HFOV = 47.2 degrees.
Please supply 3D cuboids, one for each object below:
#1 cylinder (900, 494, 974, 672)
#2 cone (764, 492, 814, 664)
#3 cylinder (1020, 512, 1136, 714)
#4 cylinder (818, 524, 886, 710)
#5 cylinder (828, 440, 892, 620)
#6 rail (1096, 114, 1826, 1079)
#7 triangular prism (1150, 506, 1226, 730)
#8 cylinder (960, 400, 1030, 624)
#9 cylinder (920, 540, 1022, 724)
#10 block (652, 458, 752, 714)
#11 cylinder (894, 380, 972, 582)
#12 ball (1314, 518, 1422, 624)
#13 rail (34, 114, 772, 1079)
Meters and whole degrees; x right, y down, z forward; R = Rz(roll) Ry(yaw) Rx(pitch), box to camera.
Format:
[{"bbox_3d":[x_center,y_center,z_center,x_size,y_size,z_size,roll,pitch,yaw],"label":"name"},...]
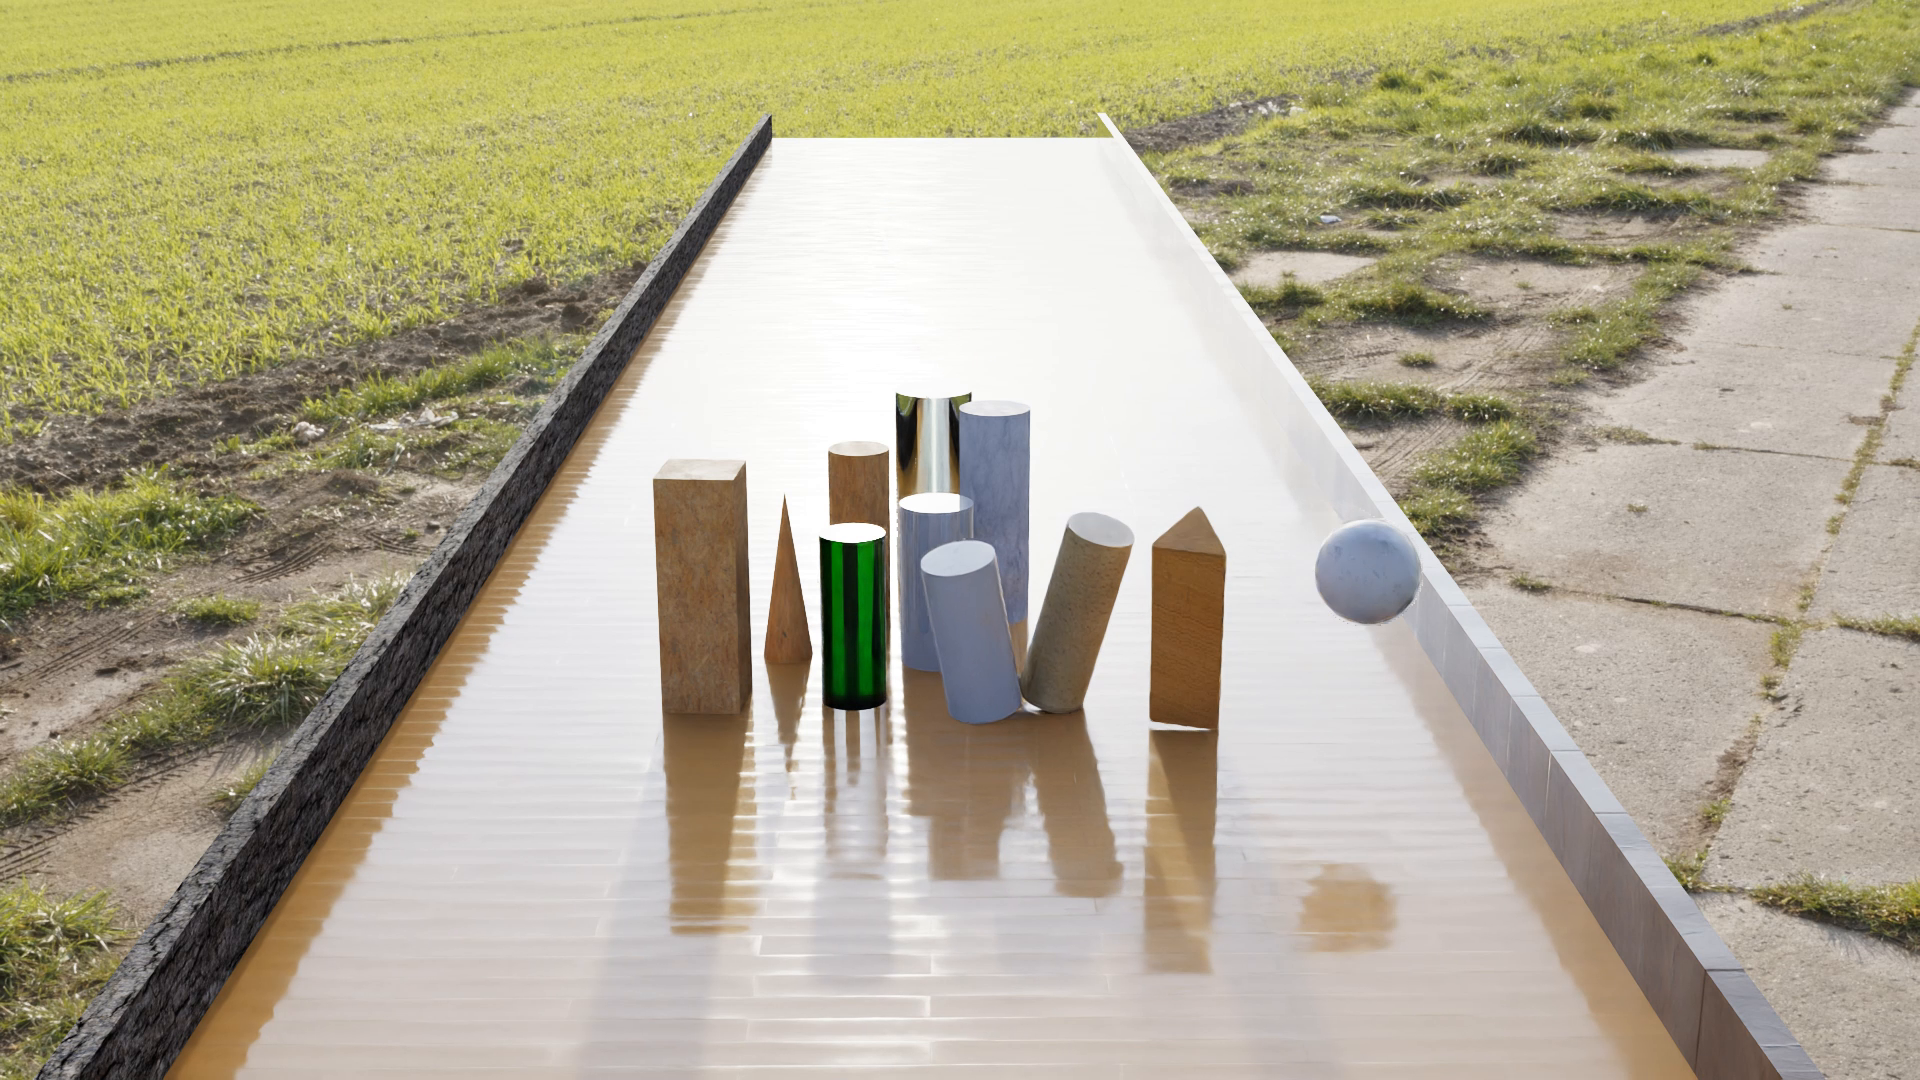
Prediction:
[{"bbox_3d":[-0.046,0.083,4.375,0.146,0.326,0.146,0,17,0],"label":"cylinder"},{"bbox_3d":[-0.347,0.066,4.398,0.101,0.346,0.101,0,17,0],"label":"cone"},{"bbox_3d":[0.215,0.137,4.092,0.129,0.363,0.129,12,27,-6],"label":"cylinder"},{"bbox_3d":[-0.202,0.145,4.157,0.124,0.332,0.124,0,17,0],"label":"cylinder"},{"bbox_3d":[-0.211,-0.016,4.638,0.129,0.366,0.129,0,17,0],"label":"cylinder"},{"bbox_3d":[0.932,-0.844,7.801,0.050,0.150,12.000,0,17,-1],"label":"rail"},{"bbox_3d":[0.414,0.141,3.940,0.127,0.456,0.110,7,46,11],"label":"triangular prism"},{"bbox_3d":[0.072,-0.058,4.628,0.148,0.452,0.148,0,17,0],"label":"cylinder"},{"bbox_3d":[0.022,0.171,4.065,0.139,0.311,0.139,-9,25,4],"label":"cylinder"},{"bbox_3d":[-0.481,0.087,4.137,0.148,0.455,0.148,1,17,4],"label":"block"},{"bbox_3d":[-0.058,-0.123,4.883,0.170,0.432,0.170,0,17,0],"label":"cylinder"},{"bbox_3d":[0.717,0.056,3.871,0.186,0.186,0.186,0,17,0],"label":"ball"},{"bbox_3d":[-1.118,-0.838,7.780,0.050,0.150,12.000,0,17,-1],"label":"rail"}]
